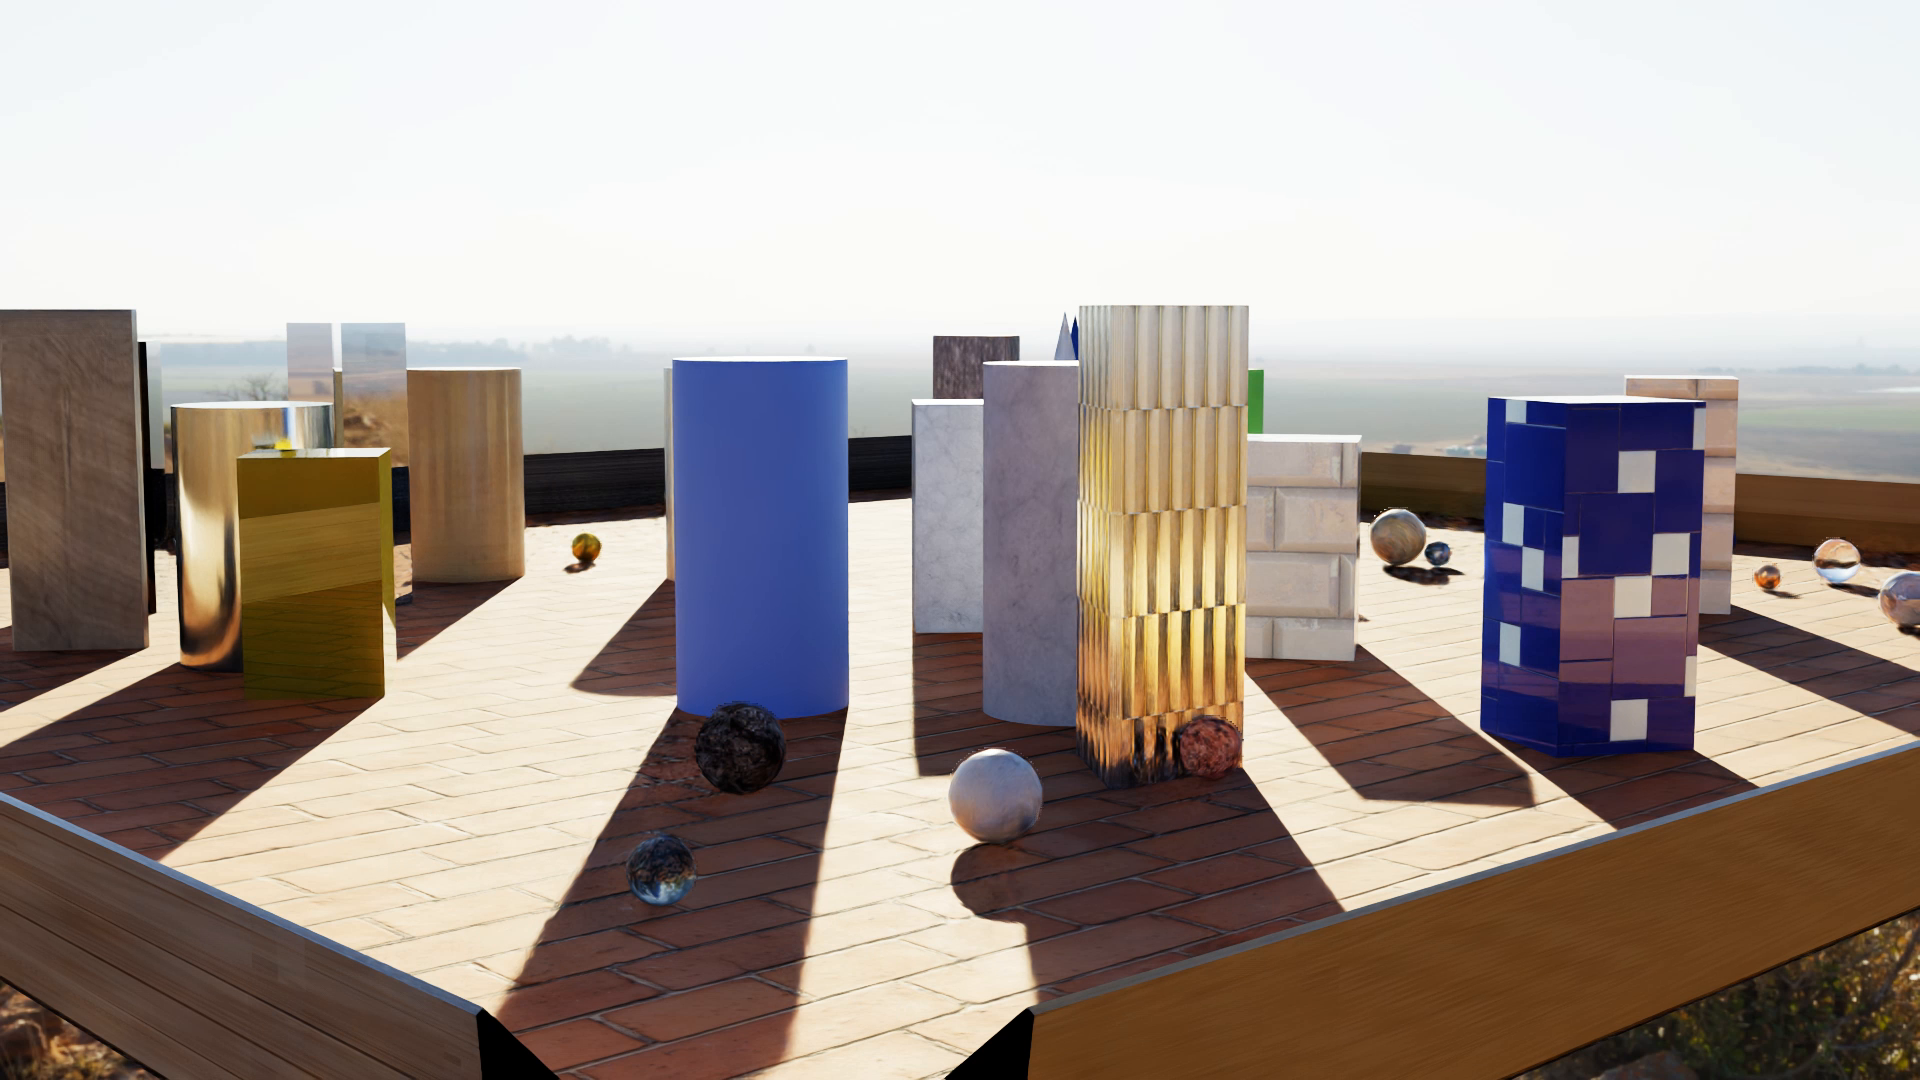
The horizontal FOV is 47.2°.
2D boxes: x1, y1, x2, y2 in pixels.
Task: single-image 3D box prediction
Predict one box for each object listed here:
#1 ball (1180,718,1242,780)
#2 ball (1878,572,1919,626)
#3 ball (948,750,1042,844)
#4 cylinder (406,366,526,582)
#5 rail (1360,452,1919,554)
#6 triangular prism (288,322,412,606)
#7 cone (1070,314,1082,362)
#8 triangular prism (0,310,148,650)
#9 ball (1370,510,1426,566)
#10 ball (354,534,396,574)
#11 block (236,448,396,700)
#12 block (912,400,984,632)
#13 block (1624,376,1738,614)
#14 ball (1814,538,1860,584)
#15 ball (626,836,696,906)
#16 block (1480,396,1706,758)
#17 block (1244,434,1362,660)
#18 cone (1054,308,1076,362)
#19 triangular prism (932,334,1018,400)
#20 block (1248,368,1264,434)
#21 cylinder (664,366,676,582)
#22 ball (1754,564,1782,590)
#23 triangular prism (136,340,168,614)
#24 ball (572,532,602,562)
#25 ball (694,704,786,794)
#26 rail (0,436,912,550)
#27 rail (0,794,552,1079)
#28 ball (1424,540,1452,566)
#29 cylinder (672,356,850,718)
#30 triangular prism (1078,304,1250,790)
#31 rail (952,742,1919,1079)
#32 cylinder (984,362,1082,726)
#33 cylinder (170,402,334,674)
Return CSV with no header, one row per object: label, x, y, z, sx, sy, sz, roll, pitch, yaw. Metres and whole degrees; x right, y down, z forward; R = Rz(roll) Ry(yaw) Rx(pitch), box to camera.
ball,0.236,0.197,2.074,0.059,0.059,0.059,0,6,0
ball,1.336,0.083,3.096,0.078,0.078,0.078,0,6,0
ball,0.030,0.215,1.837,0.079,0.079,0.079,0,6,0
cylinder,-0.829,-0.113,3.679,0.195,0.347,0.195,0,6,0
rail,1.267,-0.089,4.495,0.045,0.127,3.483,-5,8,-42
triangular prism,-0.892,-0.111,3.287,0.146,0.425,0.169,-5,8,-40
cone,0.228,-0.232,4.380,0.195,0.438,0.195,0,6,0
triangular prism,-1.168,-0.085,2.941,0.169,0.445,0.146,-1,6,-9
ball,0.766,-0.005,3.845,0.098,0.098,0.098,0,6,0
ball,-0.990,0.023,3.716,0.069,0.069,0.069,0,6,0
block,-0.754,0.036,2.588,0.156,0.278,0.156,-1,6,-9
block,0.012,-0.037,3.105,0.156,0.316,0.156,0,6,-3
block,1.075,-0.072,3.301,0.156,0.344,0.156,2,6,15
ball,1.432,0.034,3.591,0.072,0.072,0.072,0,6,0
ball,-0.224,0.248,1.647,0.052,0.052,0.052,0,6,0
block,0.649,0.032,2.269,0.156,0.353,0.156,-2,6,-15
block,0.441,0.006,2.874,0.156,0.278,0.156,1,6,12
cone,0.135,-0.075,2.843,0.195,0.446,0.195,0,6,0
triangular prism,0.062,-0.174,4.018,0.169,0.398,0.146,5,8,37
block,0.459,-0.155,4.146,0.156,0.334,0.156,-4,7,-35
cylinder,-0.392,-0.112,3.655,0.195,0.350,0.195,0,6,0
ball,1.288,0.059,3.507,0.041,0.041,0.041,0,6,0
triangular prism,-1.246,-0.100,3.308,0.169,0.399,0.146,2,6,17
ball,-0.661,0.013,3.890,0.053,0.053,0.053,0,6,0
ball,-0.202,0.193,2.027,0.084,0.084,0.084,0,6,0
rail,-1.165,-0.099,4.588,3.495,0.127,0.045,-5,8,-42
rail,-1.267,0.155,2.169,0.045,0.127,3.483,-5,8,-42
ball,0.830,0.024,3.819,0.046,0.046,0.046,0,6,0
cylinder,-0.223,-0.008,2.474,0.195,0.390,0.195,0,6,0
triangular prism,0.165,-0.002,2.133,0.169,0.449,0.146,-5,8,-38
rail,1.165,0.165,2.076,3.495,0.127,0.045,-5,8,-42
cylinder,0.123,-0.002,2.434,0.195,0.386,0.195,0,6,0
cylinder,-0.890,-0.008,2.783,0.195,0.326,0.195,0,6,0
